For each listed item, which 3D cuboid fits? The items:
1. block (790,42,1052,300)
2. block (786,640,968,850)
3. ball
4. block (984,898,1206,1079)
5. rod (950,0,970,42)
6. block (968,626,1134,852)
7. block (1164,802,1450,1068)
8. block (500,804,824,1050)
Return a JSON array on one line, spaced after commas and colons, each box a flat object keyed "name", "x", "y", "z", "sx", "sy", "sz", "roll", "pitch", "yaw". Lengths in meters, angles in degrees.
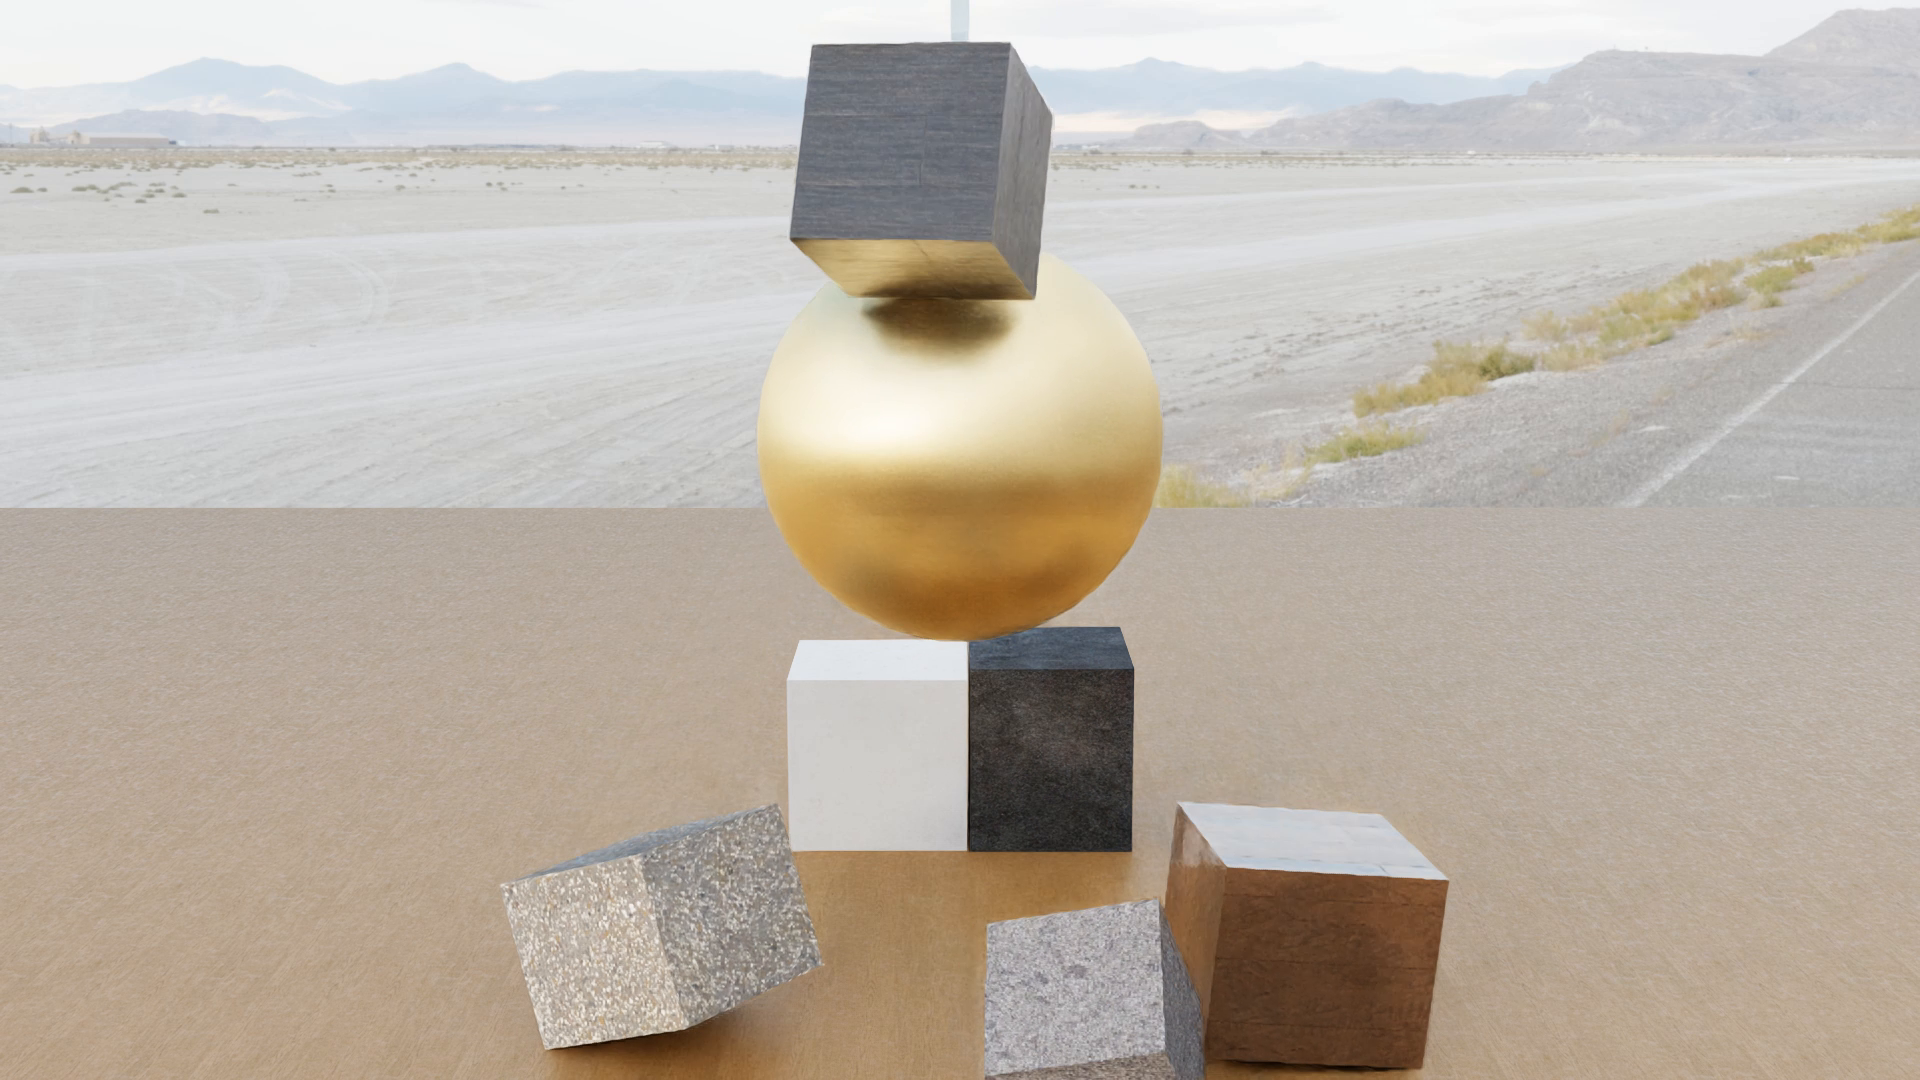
[{"name": "block", "x": -0.120, "y": -1.288, "z": 7.756, "sx": 0.709, "sy": 0.701, "sz": 0.672, "roll": 3, "pitch": -10, "yaw": 15}, {"name": "block", "x": -0.410, "y": 1.045, "z": 11.366, "sx": 0.891, "sy": 0.877, "sz": 0.881, "roll": 0, "pitch": 10, "yaw": 0}, {"name": "ball", "x": 0.000, "y": -0.399, "z": 8.655, "sx": 1.600, "sy": 1.600, "sz": 1.600, "roll": 0, "pitch": 10, "yaw": 0}, {"name": "block", "x": 0.461, "y": 1.667, "z": 7.363, "sx": 0.591, "sy": 0.664, "sz": 0.578, "roll": -11, "pitch": 45, "yaw": 13}, {"name": "rod", "x": 0.000, "y": -3.706, "z": 9.444, "sx": 0.080, "sy": 5.200, "sz": 0.080, "roll": 0, "pitch": -13, "yaw": 0}, {"name": "block", "x": 0.452, "y": 1.012, "z": 11.374, "sx": 0.809, "sy": 0.940, "sz": 0.956, "roll": 0, "pitch": 10, "yaw": 0}, {"name": "block", "x": 1.328, "y": 1.547, "z": 8.705, "sx": 0.866, "sy": 0.757, "sz": 0.832, "roll": 4, "pitch": 10, "yaw": -8}, {"name": "block", "x": -1.174, "y": 1.521, "z": 8.688, "sx": 0.801, "sy": 0.668, "sz": 0.802, "roll": -17, "pitch": -2, "yaw": 37}]
